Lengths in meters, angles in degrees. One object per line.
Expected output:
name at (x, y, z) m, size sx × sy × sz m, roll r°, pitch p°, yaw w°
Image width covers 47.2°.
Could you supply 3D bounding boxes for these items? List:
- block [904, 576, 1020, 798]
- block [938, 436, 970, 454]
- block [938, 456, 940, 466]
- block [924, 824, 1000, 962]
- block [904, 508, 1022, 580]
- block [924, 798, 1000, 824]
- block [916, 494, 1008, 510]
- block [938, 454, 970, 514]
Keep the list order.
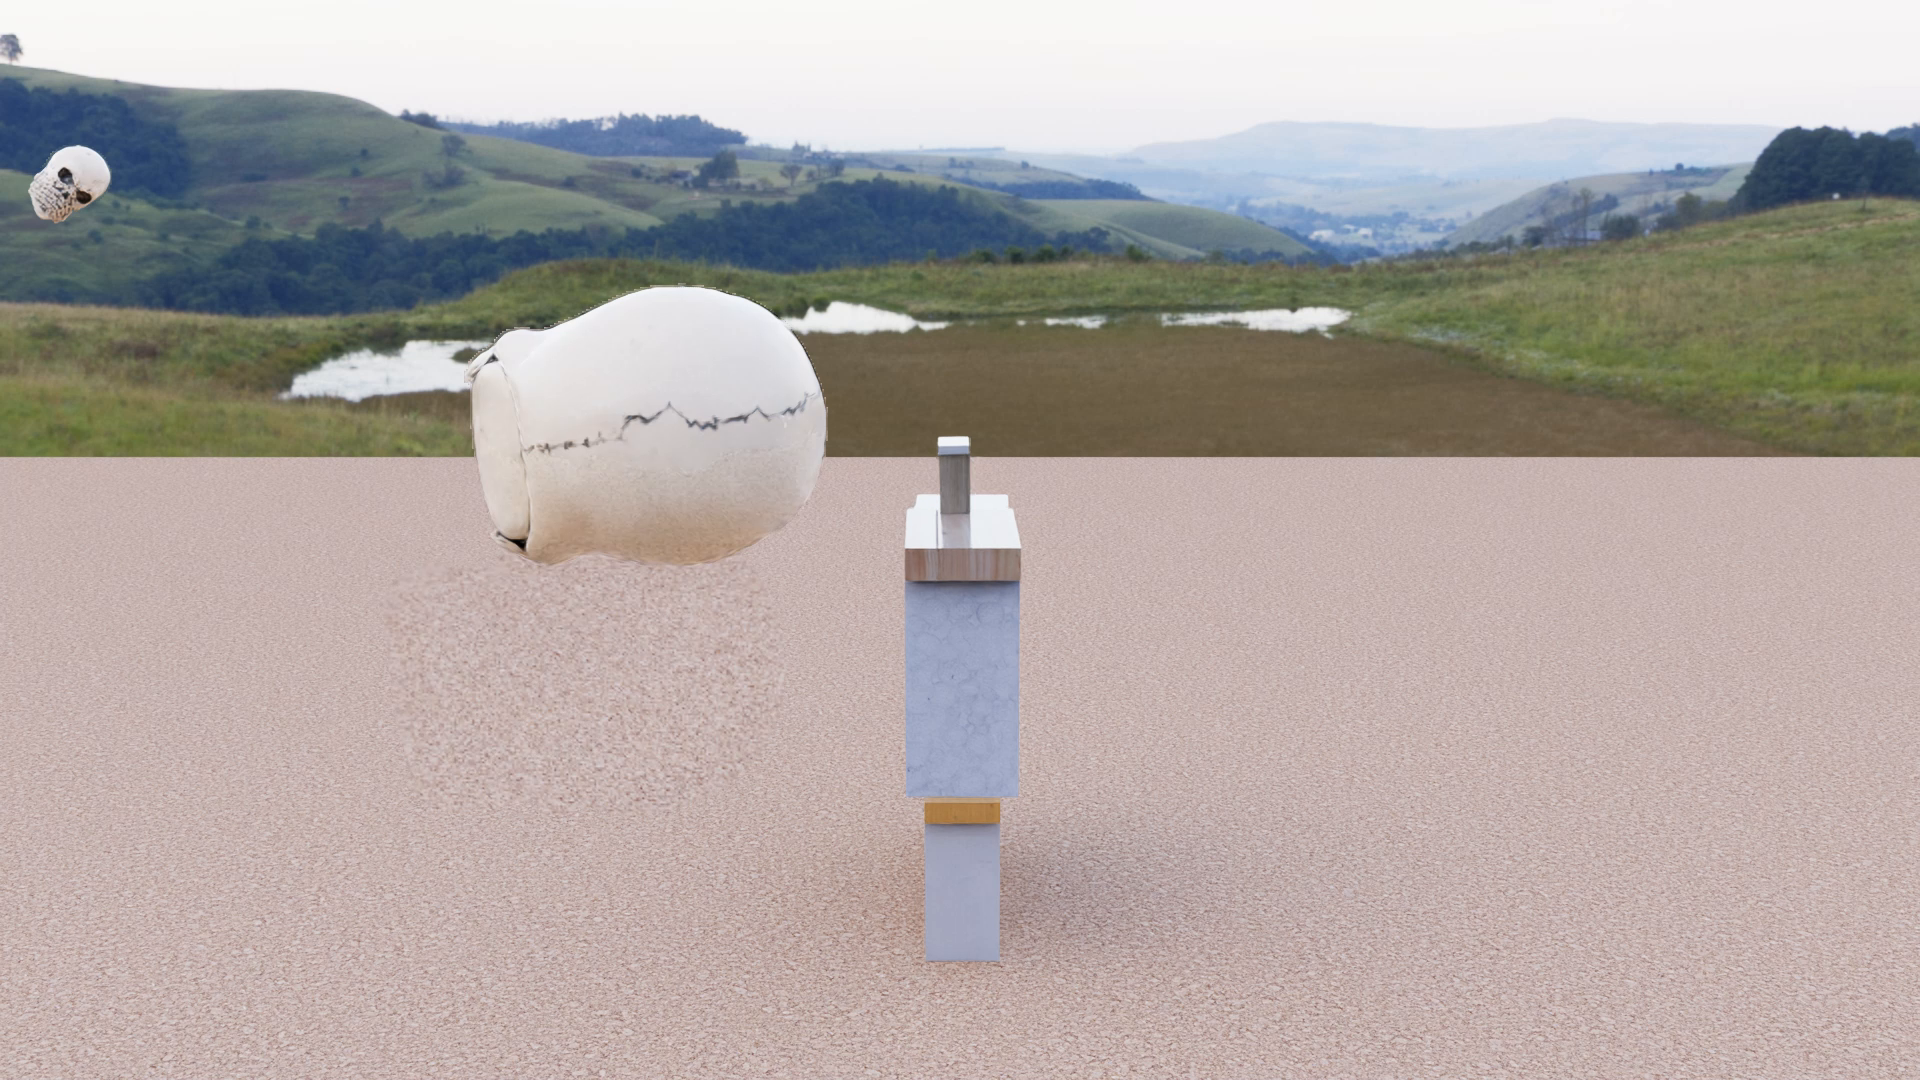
block at (0.003, 0.217, 3.320) m, size 0.171 × 0.341 × 0.048 m, roll 0°, pitch 11°, yaw 0°
block at (-0.010, -0.152, 3.533) m, size 0.049 × 0.014 × 0.097 m, roll -1°, pitch 11°, yaw 0°
block at (-0.009, -0.088, 3.577) m, size 0.049 × 0.127 × 0.014 m, roll -1°, pitch 10°, yaw 1°
block at (0.004, 0.531, 3.365) m, size 0.114 × 0.228 × 0.032 m, roll 0°, pitch 11°, yaw 0°
block at (0.002, 0.005, 3.397) m, size 0.171 × 0.048 × 0.341 m, roll 0°, pitch 11°, yaw -1°
block at (0.003, 0.389, 3.416) m, size 0.114 × 0.032 × 0.228 m, roll 0°, pitch 11°, yaw 0°
block at (0.003, -0.029, 3.731) m, size 0.159 × 0.045 × 0.318 m, roll 0°, pitch 11°, yaw 1°
block at (-0.008, -0.091, 3.510) m, size 0.049 × 0.097 × 0.014 m, roll -1°, pitch 11°, yaw 0°
